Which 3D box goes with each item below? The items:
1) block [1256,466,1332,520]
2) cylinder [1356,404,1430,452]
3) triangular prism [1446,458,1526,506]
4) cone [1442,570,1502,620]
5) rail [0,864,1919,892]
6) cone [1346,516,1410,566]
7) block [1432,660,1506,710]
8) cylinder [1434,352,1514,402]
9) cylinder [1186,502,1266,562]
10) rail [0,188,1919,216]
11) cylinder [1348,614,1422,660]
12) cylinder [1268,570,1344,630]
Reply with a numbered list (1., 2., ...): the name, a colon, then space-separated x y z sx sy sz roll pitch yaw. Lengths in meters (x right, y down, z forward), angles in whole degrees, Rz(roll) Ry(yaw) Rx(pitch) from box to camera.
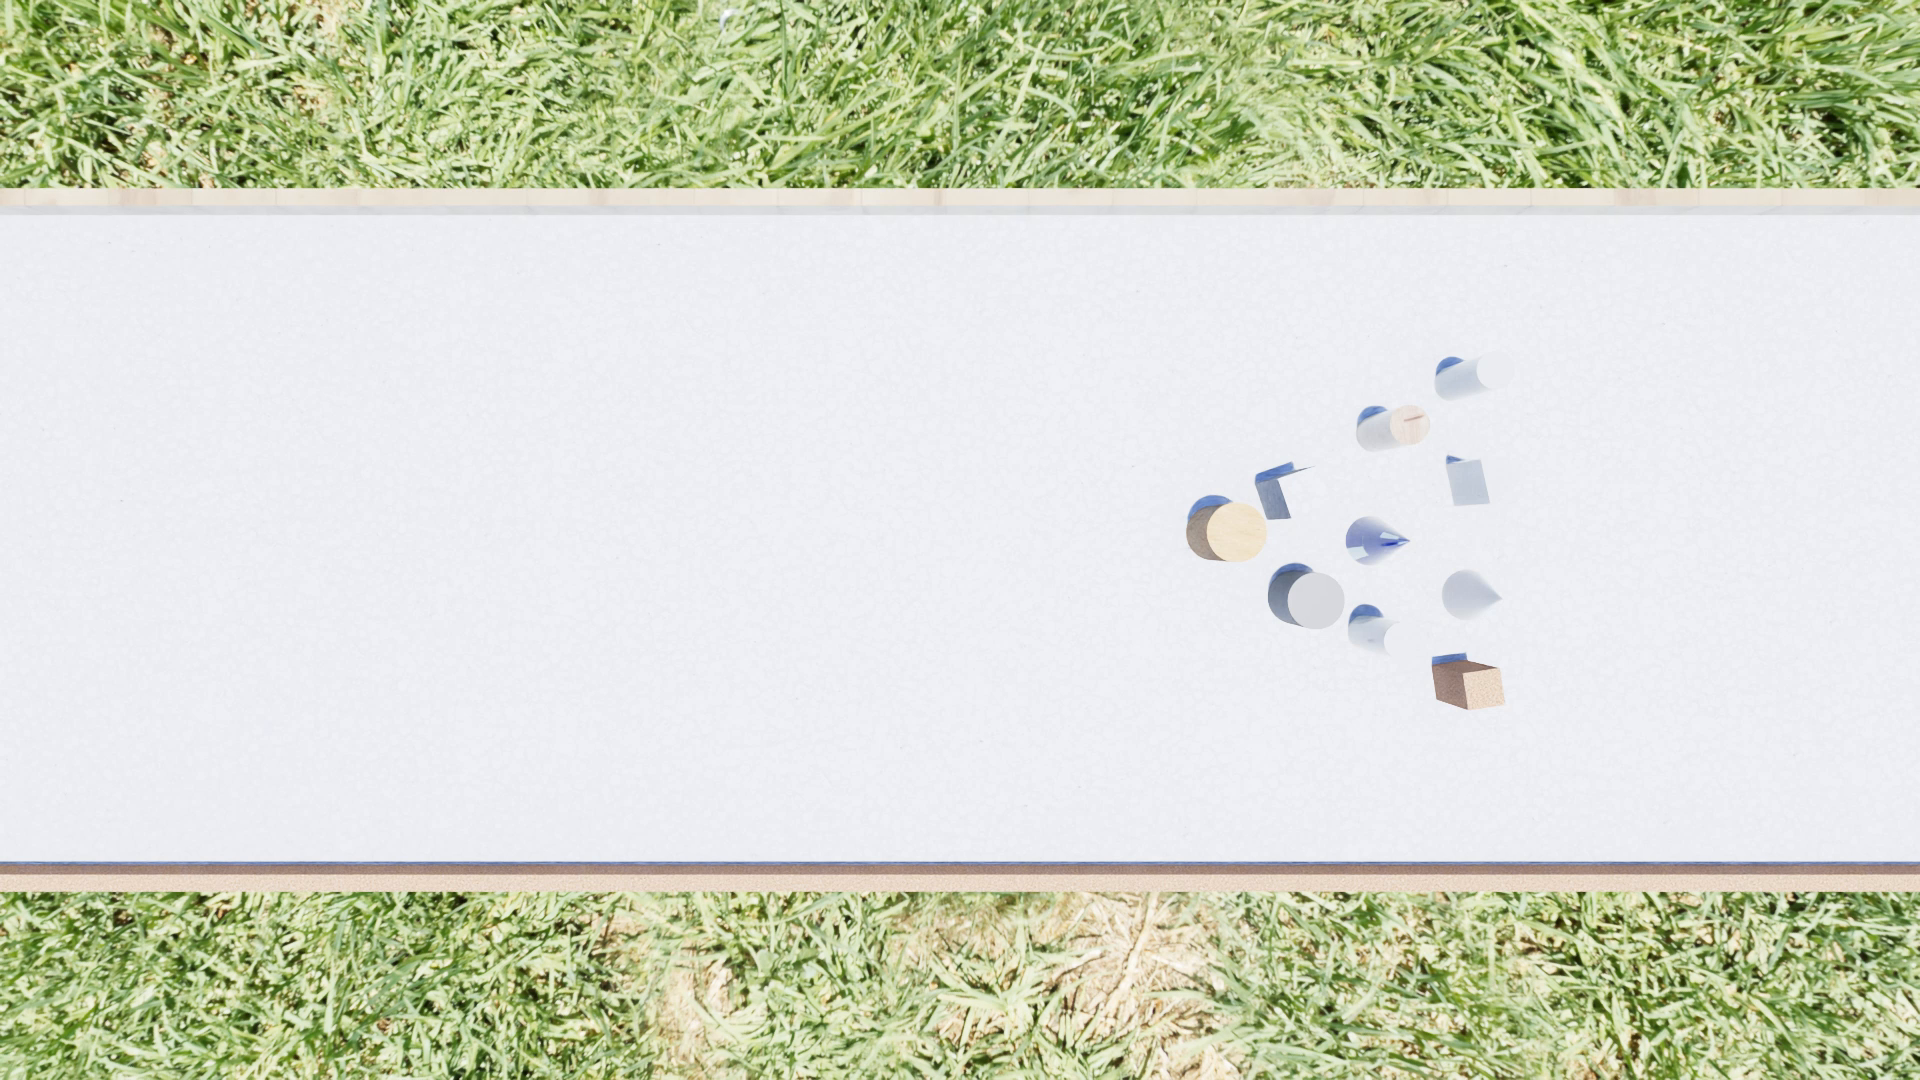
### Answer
1. block: 0.983 -0.137 4.889 0.120 0.376 0.120 -19 90 0
2. cylinder: 1.275 -0.327 4.876 0.114 0.401 0.114 0 90 0
3. triangular prism: 1.536 -0.191 4.904 0.136 0.344 0.117 -42 90 0
4. cone: 1.561 0.169 4.910 0.158 0.333 0.158 0 90 0
5. rail: -2.247 1.025 5.001 12.000 0.150 0.050 0 90 0
6. cone: 1.263 0.003 4.850 0.154 0.454 0.154 0 90 0
7. block: 1.512 0.430 4.916 0.108 0.322 0.108 -8 90 0
8. cylinder: 1.513 -0.480 4.868 0.107 0.417 0.107 0 90 0
9. cylinder: 0.780 -0.021 4.859 0.169 0.436 0.169 0 90 0
10. rail: -2.247 -1.025 5.002 12.000 0.150 0.050 0 90 0
11. cylinder: 1.247 0.285 4.858 0.109 0.437 0.109 0 90 0
12. cylinder: 1.029 0.176 4.919 0.165 0.314 0.165 0 90 0
